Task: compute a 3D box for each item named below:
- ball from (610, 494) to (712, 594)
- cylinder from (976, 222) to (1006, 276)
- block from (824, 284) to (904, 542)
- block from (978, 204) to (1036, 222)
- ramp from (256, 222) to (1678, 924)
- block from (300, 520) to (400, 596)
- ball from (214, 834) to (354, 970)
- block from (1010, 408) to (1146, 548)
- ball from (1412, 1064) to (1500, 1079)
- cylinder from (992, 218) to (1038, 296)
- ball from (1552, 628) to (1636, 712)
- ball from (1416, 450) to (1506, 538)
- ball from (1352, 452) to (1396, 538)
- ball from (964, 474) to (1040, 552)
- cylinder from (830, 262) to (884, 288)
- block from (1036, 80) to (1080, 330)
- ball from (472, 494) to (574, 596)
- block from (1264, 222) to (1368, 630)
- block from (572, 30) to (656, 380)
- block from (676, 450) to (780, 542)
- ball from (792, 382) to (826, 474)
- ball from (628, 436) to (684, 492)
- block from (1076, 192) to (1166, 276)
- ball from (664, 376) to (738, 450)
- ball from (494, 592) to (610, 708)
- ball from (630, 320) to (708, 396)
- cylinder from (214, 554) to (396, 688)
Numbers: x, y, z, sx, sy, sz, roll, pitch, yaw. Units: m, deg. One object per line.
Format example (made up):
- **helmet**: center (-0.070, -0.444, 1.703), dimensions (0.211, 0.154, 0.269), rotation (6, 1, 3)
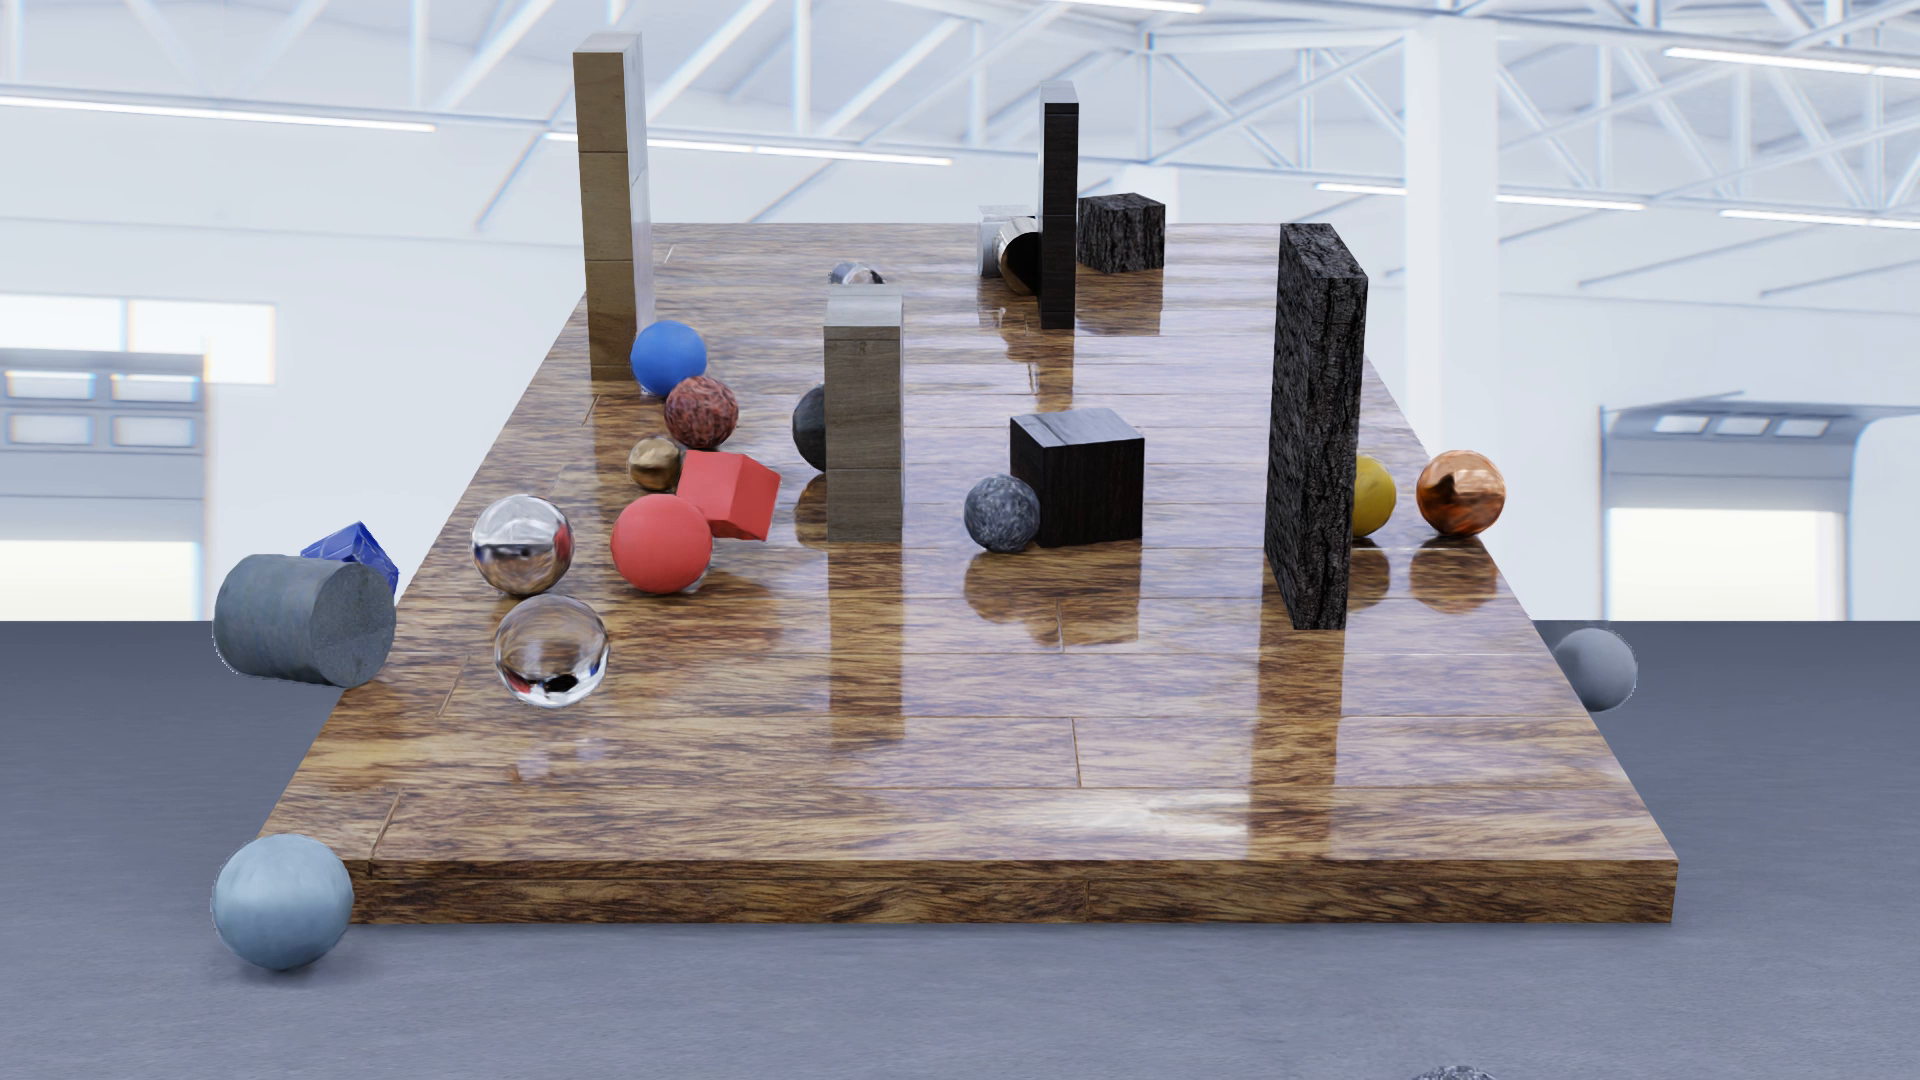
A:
- **ball**: center (-0.534, 0.006, 4.076), dimensions (0.181, 0.181, 0.181), rotation (0, -2, 0)
- **cylinder**: center (0.127, -0.806, 6.287), dimensions (0.146, 0.146, 0.146), rotation (-2, -2, -6)
- **block**: center (-0.182, -0.249, 4.409), dimensions (0.141, 0.425, 0.309), rotation (0, 21, 0)
- **block**: center (0.130, -0.858, 6.426), dimensions (0.146, 0.146, 0.146), rotation (-2, 21, -5)
- **ramp**: center (-0.005, -0.212, 5.058), dimensions (2.000, 0.100, 4.000), rotation (0, 21, 0)
- **block**: center (-1.115, 0.070, 4.135), dimensions (0.128, 0.128, 0.128), rotation (-26, 29, 8)
- **ball**: center (-0.830, 0.443, 2.793), dimensions (0.165, 0.165, 0.165), rotation (0, -2, 0)
- **block**: center (0.223, -0.122, 4.391), dimensions (0.202, 0.202, 0.202), rotation (-6, 21, -16)
- **ball**: center (0.361, 0.435, 1.646), dimensions (0.108, 0.108, 0.108), rotation (0, -2, 0)
- **cylinder**: center (0.184, -0.765, 6.137), dimensions (0.175, 0.175, 0.175), rotation (0, 20, -7)
- **ball**: center (1.265, 0.261, 4.552), dimensions (0.168, 0.168, 0.168), rotation (0, -2, 0)
- **ball**: center (0.958, -0.089, 4.354), dimensions (0.169, 0.169, 0.169), rotation (0, -2, 0)
- **ball**: center (0.752, -0.086, 4.352), dimensions (0.164, 0.164, 0.164), rotation (0, -2, 0)
- **ball**: center (0.079, -0.050, 4.278), dimensions (0.146, 0.146, 0.146), rotation (0, -2, 0)
- **cylinder**: center (-0.271, -0.667, 5.971), dimensions (0.107, 0.107, 0.107), rotation (1, 18, -31)
- **block**: center (0.248, -0.862, 5.831), dimensions (0.085, 0.572, 0.334), rotation (0, 21, 0)
- **ball**: center (-0.781, 0.009, 4.068), dimensions (0.182, 0.182, 0.182), rotation (0, -2, 0)
- **block**: center (0.623, -0.208, 4.022), dimensions (0.089, 0.624, 0.406), rotation (0, 21, 0)
- **block**: center (-0.809, -0.790, 5.365), dimensions (0.112, 0.762, 0.337), rotation (0, 21, 0)
- **block**: center (-0.432, -0.082, 4.209), dimensions (0.128, 0.128, 0.128), rotation (5, -14, 30)
- **ball**: center (-0.248, -0.232, 4.686), dimensions (0.199, 0.199, 0.199), rotation (0, -2, 0)
- **ball**: center (-0.613, -0.153, 4.594), dimensions (0.114, 0.114, 0.114), rotation (0, -2, 0)
- **block**: center (0.451, -0.861, 6.385), dimensions (0.181, 0.181, 0.181), rotation (-9, 23, -23)
- **ball**: center (-0.551, -0.271, 4.847), dimensions (0.157, 0.157, 0.157), rotation (0, -2, 0)
- **ball**: center (-0.650, 0.176, 3.622), dimensions (0.183, 0.183, 0.183), rotation (0, -2, 0)
- **ball**: center (-0.666, -0.415, 5.208), dimensions (0.173, 0.173, 0.173), rotation (0, -2, 0)
- **cylinder**: center (-1.072, 0.130, 3.730), dimensions (0.203, 0.203, 0.203), rotation (5, 0, 26)
